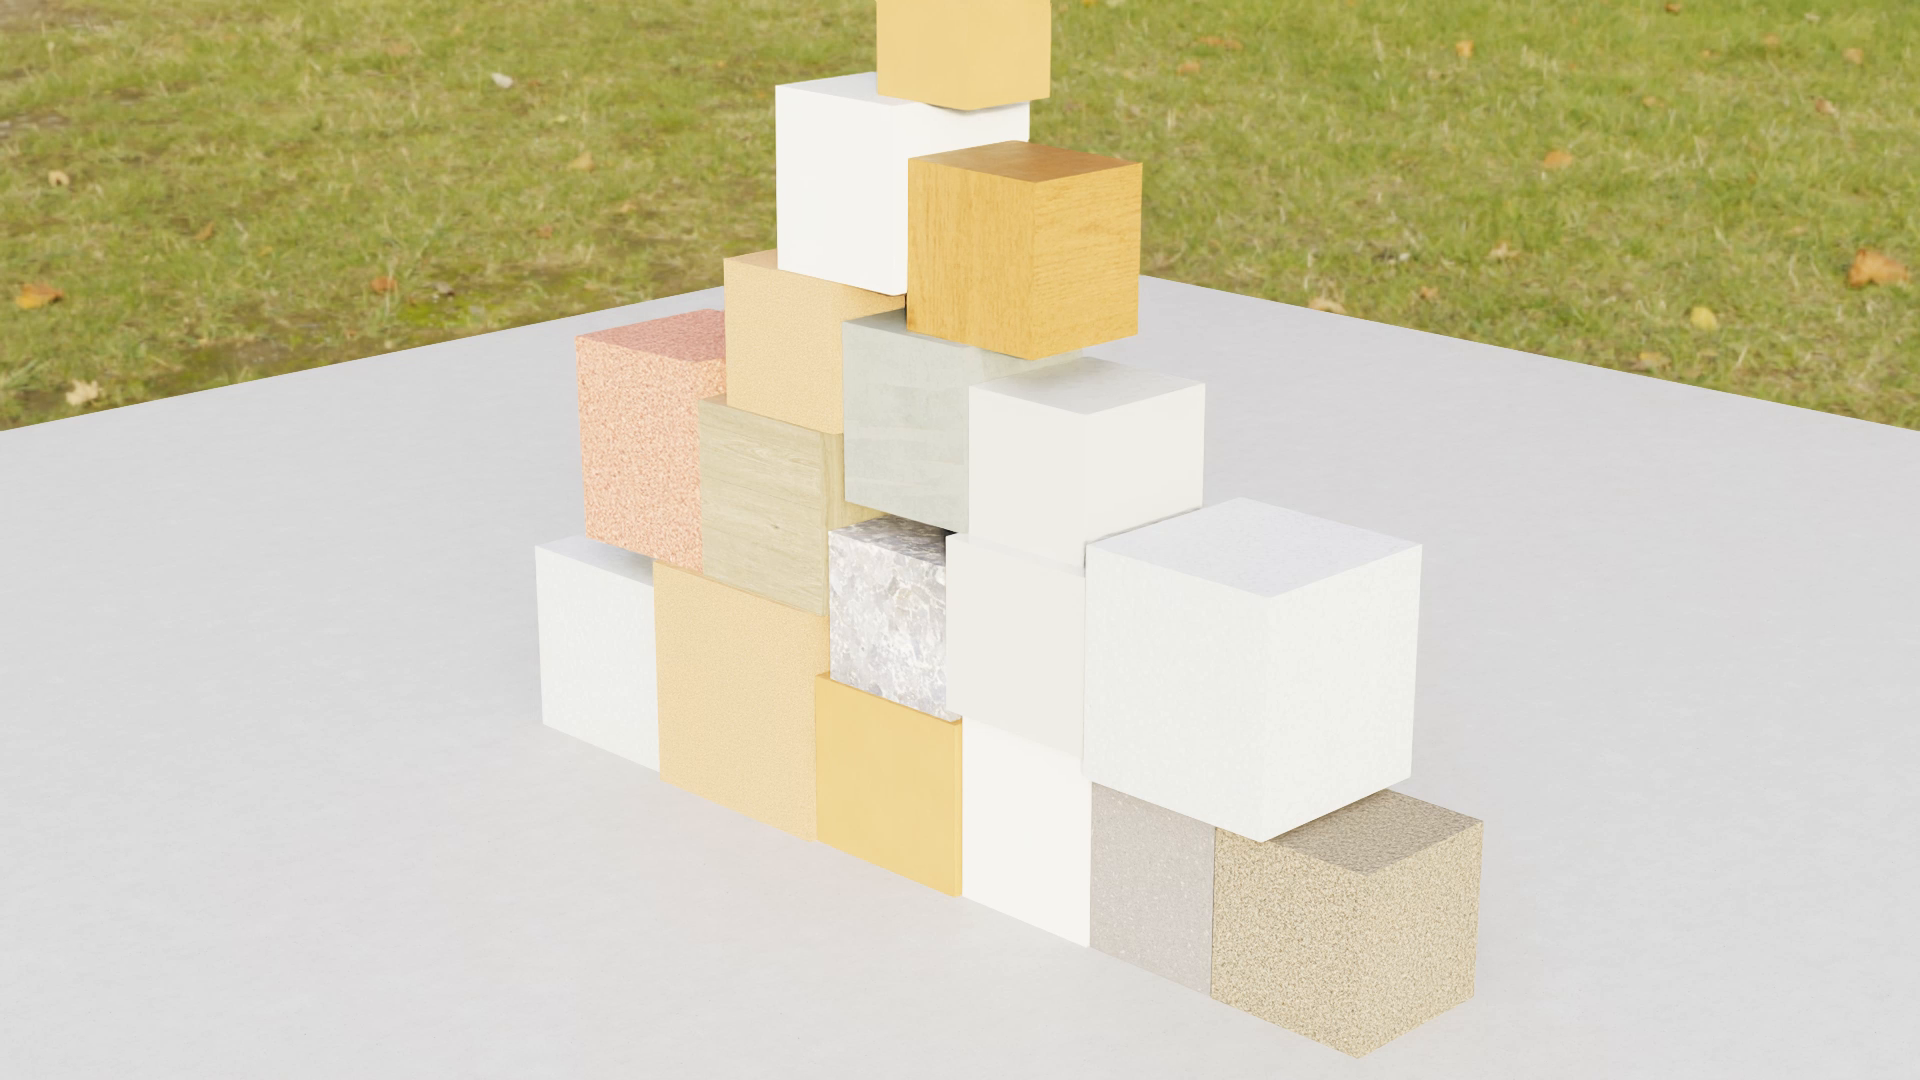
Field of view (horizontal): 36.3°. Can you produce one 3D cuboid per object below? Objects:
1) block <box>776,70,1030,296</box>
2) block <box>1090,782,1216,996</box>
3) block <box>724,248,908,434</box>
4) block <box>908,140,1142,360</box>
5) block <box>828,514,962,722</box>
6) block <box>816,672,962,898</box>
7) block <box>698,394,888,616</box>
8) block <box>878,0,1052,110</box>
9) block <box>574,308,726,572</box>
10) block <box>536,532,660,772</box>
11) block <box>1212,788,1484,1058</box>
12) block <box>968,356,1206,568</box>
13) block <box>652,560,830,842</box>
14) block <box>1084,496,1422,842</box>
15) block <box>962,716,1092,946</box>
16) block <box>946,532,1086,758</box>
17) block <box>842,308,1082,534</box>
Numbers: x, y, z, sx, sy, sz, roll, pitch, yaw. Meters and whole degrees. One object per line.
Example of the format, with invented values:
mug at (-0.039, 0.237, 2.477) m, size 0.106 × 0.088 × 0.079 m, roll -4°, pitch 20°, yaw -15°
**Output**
block at (-0.256, -1.624, 13.124) m, size 0.837 × 0.823 × 0.753 m, roll -17°, pitch 25°, yaw -42°
block at (1.093, 1.356, 12.645) m, size 0.816 × 0.830 × 0.682 m, roll -17°, pitch 24°, yaw -42°
block at (-0.532, -0.968, 13.566) m, size 0.824 × 0.693 × 0.736 m, roll -17°, pitch 24°, yaw -42°
block at (0.274, -1.267, 12.677) m, size 0.664 × 0.755 × 0.756 m, roll -17°, pitch 25°, yaw -42°
block at (-0.008, 0.291, 13.469) m, size 0.878 × 0.711 × 0.789 m, roll -17°, pitch 24°, yaw -42°
block at (-0.037, 1.028, 13.694) m, size 0.879 × 0.828 × 0.916 m, roll -17°, pitch 24°, yaw -42°
block at (-0.603, -0.252, 13.898) m, size 0.921 × 0.872 × 0.841 m, roll -17°, pitch 24°, yaw -42°
block at (0.016, -2.193, 12.652) m, size 0.506 × 0.554 × 0.554 m, roll -17°, pitch 25°, yaw -42°
block at (-1.252, -0.510, 14.473) m, size 0.853 × 1.027 × 0.914 m, roll -17°, pitch 22°, yaw -42°
block at (-1.515, 0.513, 15.089) m, size 0.845 × 0.974 × 1.021 m, roll -17°, pitch 24°, yaw -42°
block at (1.599, 1.534, 12.140) m, size 0.786 × 0.794 × 0.770 m, roll -17°, pitch 24°, yaw -42°
block at (0.546, -0.350, 12.679) m, size 0.757 × 0.664 × 0.682 m, roll -17°, pitch 24°, yaw -42°
block at (-0.747, 0.660, 14.348) m, size 0.993 × 1.138 × 1.107 m, roll -17°, pitch 24°, yaw -42°
block at (1.213, 0.511, 12.230) m, size 0.989 × 1.031 × 0.968 m, roll -17°, pitch 24°, yaw -42°
block at (0.568, 1.171, 13.118) m, size 0.817 × 0.899 × 0.757 m, roll -17°, pitch 24°, yaw -42°
block at (0.564, 0.360, 12.864) m, size 0.920 × 0.802 × 0.847 m, roll -17°, pitch 24°, yaw -42°
block at (0.013, -0.578, 13.142) m, size 0.756 × 0.829 × 0.763 m, roll -17°, pitch 23°, yaw -42°
